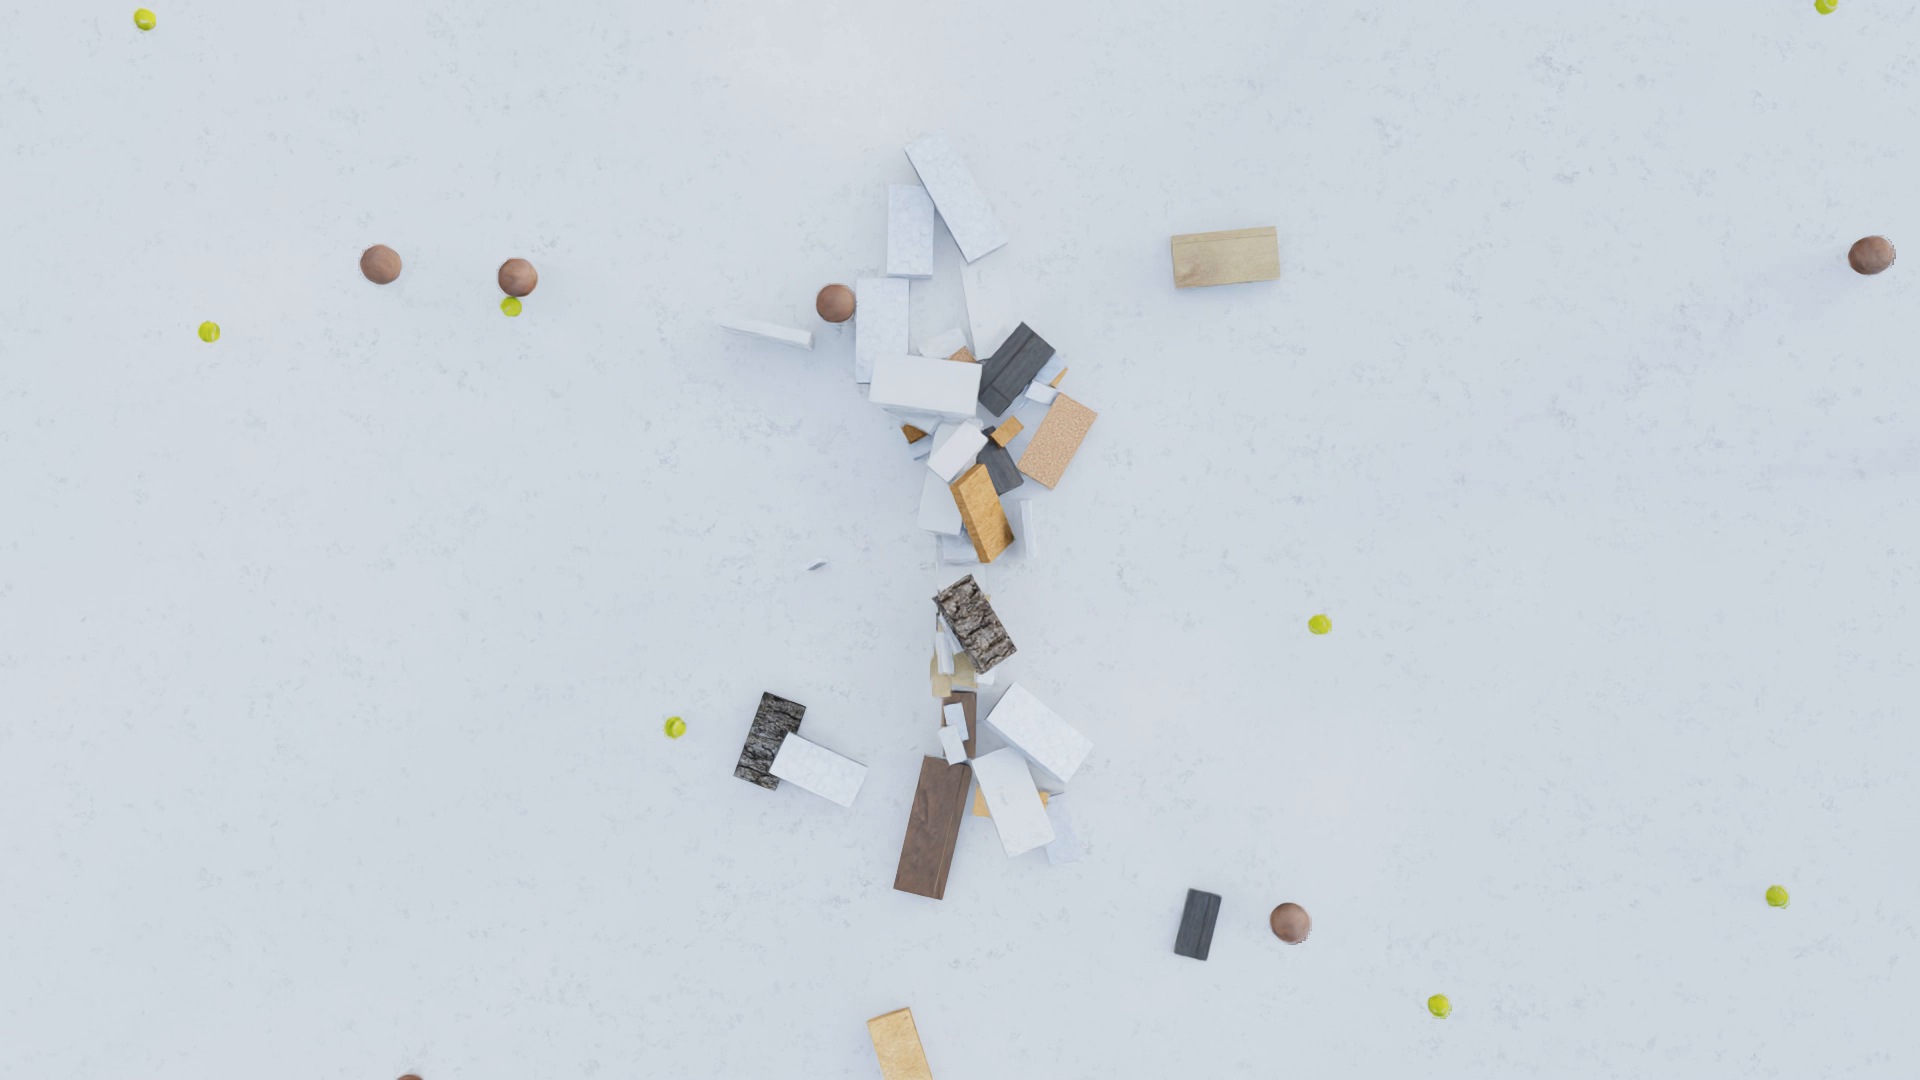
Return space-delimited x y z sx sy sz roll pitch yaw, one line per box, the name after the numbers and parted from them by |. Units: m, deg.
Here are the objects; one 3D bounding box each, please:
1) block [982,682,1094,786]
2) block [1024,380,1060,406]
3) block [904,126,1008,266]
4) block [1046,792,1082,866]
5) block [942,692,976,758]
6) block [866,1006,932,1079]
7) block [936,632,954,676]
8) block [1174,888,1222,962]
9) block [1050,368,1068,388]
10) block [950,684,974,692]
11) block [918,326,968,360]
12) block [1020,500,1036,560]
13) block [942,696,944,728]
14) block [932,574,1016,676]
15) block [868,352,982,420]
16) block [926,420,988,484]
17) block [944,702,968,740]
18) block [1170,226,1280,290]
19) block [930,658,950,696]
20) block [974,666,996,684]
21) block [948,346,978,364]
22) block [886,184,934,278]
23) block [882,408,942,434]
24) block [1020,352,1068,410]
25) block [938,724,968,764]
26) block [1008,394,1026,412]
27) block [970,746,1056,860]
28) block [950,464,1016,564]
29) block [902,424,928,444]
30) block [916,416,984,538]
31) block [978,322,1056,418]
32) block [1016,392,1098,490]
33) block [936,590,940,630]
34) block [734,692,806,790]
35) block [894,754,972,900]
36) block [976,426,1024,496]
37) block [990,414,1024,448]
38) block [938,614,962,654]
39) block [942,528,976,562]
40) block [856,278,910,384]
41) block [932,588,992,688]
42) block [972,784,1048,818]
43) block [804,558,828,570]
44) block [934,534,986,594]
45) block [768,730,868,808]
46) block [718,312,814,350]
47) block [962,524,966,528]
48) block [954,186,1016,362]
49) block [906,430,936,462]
0.258 0.638 5.442 0.337 0.048 0.168 39 65 0 | block
0.269 -0.486 5.455 0.113 0.016 0.057 18 113 -31 | block
-0.013 -1.133 5.433 0.150 0.042 0.440 -29 86 -3 | block
0.325 0.959 5.484 0.110 0.031 0.220 -15 90 0 | block
0.000 0.611 5.454 0.107 0.030 0.214 1 90 0 | block
-0.152 1.845 5.479 0.147 0.042 0.562 -18 90 0 | block
-0.049 0.364 5.275 0.019 0.067 0.133 -12 74 28 | block
0.790 1.278 5.484 0.110 0.031 0.220 14 90 0 | block
0.276 -0.582 5.489 0.154 0.022 0.077 35 90 0 | block
-0.008 0.394 5.462 0.107 0.030 0.214 2 77 0 | block
-0.056 -0.644 5.489 0.154 0.022 0.077 -25 90 0 | block
0.225 -0.033 5.451 0.028 0.097 0.194 -7 90 3 | block
-0.007 0.543 5.485 0.107 0.030 0.214 1 90 0 | block
0.048 0.271 5.294 0.145 0.041 0.291 -32 93 -28 | block
-0.113 -0.506 5.394 0.349 0.049 0.173 8 78 5 | block
-0.008 -0.286 5.379 0.097 0.028 0.194 42 86 14 | block
-0.013 0.600 5.431 0.062 0.017 0.123 -11 90 0 | block
0.880 -0.936 5.475 0.347 0.049 0.173 -5 90 0 | block
-0.062 0.442 5.314 0.062 0.017 0.123 0 90 -19 | block
0.085 0.398 5.345 0.067 0.019 0.133 11 88 -38 | block
-0.019 -0.571 5.478 0.143 0.020 0.072 -39 107 1 | block
-0.164 -1.021 5.459 0.150 0.042 0.300 2 84 -3 | block
-0.152 -0.429 5.441 0.194 0.028 0.097 27 80 23 | block
0.256 -0.530 5.470 0.072 0.020 0.216 45 101 0 | block
-0.025 0.670 5.414 0.062 0.017 0.123 -18 96 1 | block
0.155 -0.485 5.470 0.123 0.017 0.062 41 100 3 | block
0.172 0.855 5.407 0.168 0.048 0.337 -19 76 -10 | block
0.074 -0.086 5.383 0.145 0.041 0.291 -43 120 -38 | block
-0.128 -0.375 5.479 0.123 0.017 0.062 -29 71 -2 | block
-0.033 -0.213 5.402 0.145 0.041 0.391 9 80 10 | block
0.166 -0.560 5.433 0.146 0.041 0.293 41 96 3 | block
0.320 -0.328 5.479 0.146 0.041 0.293 31 90 0 | block
-0.001 0.316 5.441 0.153 0.043 0.306 1 77 -1 | block
-0.632 0.668 5.479 0.147 0.042 0.294 20 90 0 | block
-0.088 0.953 5.476 0.168 0.048 0.453 13 90 0 | block
0.112 -0.260 5.455 0.109 0.031 0.218 -26 81 -15 | block
0.156 -0.359 5.468 0.057 0.016 0.113 47 65 2 | block
-0.016 0.294 5.299 0.067 0.019 0.133 -20 84 -43 | block
-0.004 -0.035 5.438 0.109 0.031 0.218 -2 69 -1 | block
-0.257 -0.693 5.475 0.173 0.049 0.347 1 90 0 | block
0.001 0.317 5.359 0.153 0.043 0.306 9 89 -5 | block
0.167 0.874 5.459 0.237 0.031 0.110 8 78 7 | block
-0.476 0.079 5.440 0.057 0.113 0.016 -30 85 5 | block
0.003 0.115 5.442 0.153 0.043 0.306 -5 77 -2 | block
-0.467 0.759 5.455 0.294 0.042 0.147 26 89 -9 | block
-0.636 -0.687 5.425 0.300 0.150 0.042 13 90 0 | block
-0.007 -0.147 5.446 0.109 0.031 0.218 -4 69 0 | block
0.077 -0.883 5.479 0.146 0.041 0.562 -10 90 0 | block
-0.099 -0.323 5.474 0.143 0.020 0.072 -24 62 0 | block
